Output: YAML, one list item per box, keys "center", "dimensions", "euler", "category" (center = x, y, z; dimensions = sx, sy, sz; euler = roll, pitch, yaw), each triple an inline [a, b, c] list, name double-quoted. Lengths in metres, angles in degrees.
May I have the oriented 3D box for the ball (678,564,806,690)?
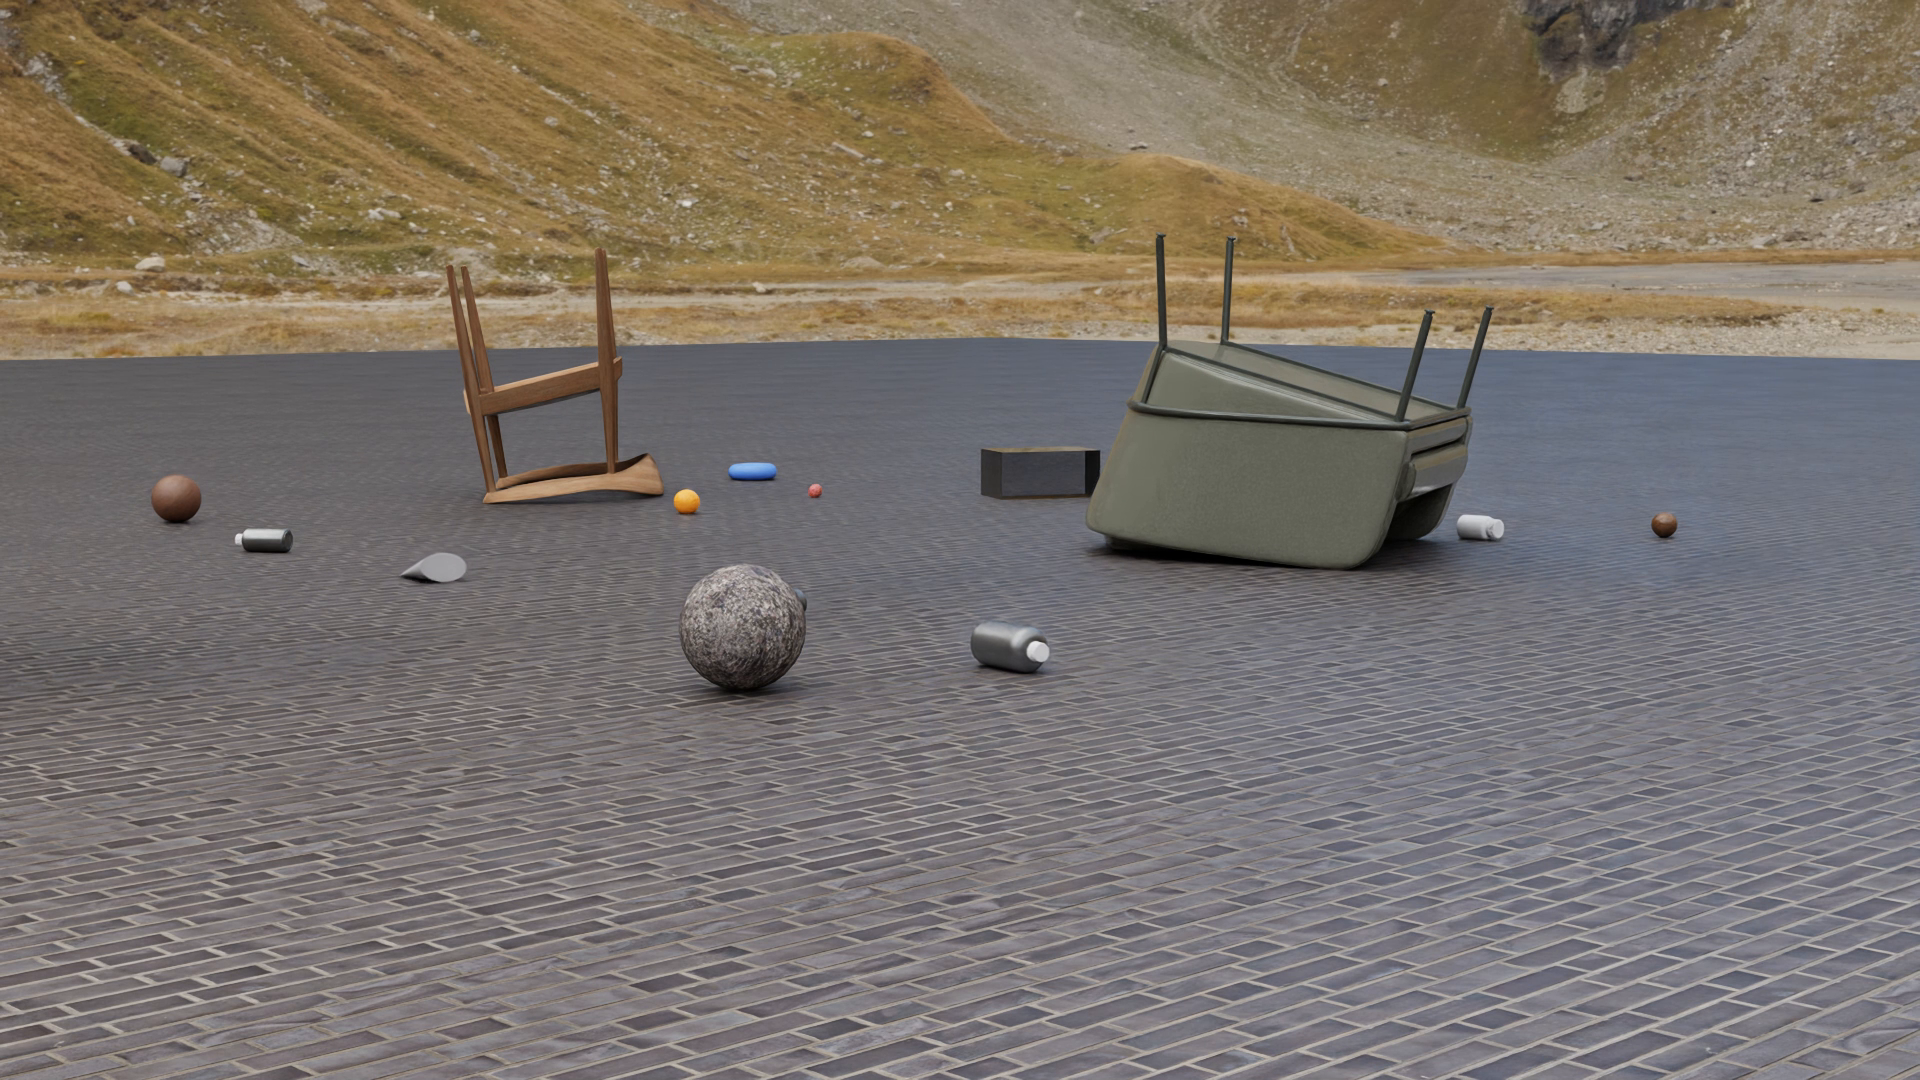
- center: [-0.346, 0.138, 4.081]
  dimensions: [0.203, 0.203, 0.203]
  euler: [0, 6, 0]
  category: "ball"

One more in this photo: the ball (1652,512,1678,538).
- center: [1.778, -0.039, 6.476]
  dimensions: [0.064, 0.064, 0.064]
  euler: [0, 6, 0]
  category: "ball"

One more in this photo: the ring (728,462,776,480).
- center: [-0.673, -0.222, 8.325]
  dimensions: [0.157, 0.051, 0.165]
  euler: [-3, 6, -20]
  category: "ring"

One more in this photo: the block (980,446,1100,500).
- center: [0.240, -0.202, 7.688]
  dimensions: [0.310, 0.140, 0.190]
  euler: [-2, 6, -18]
  category: "block"
